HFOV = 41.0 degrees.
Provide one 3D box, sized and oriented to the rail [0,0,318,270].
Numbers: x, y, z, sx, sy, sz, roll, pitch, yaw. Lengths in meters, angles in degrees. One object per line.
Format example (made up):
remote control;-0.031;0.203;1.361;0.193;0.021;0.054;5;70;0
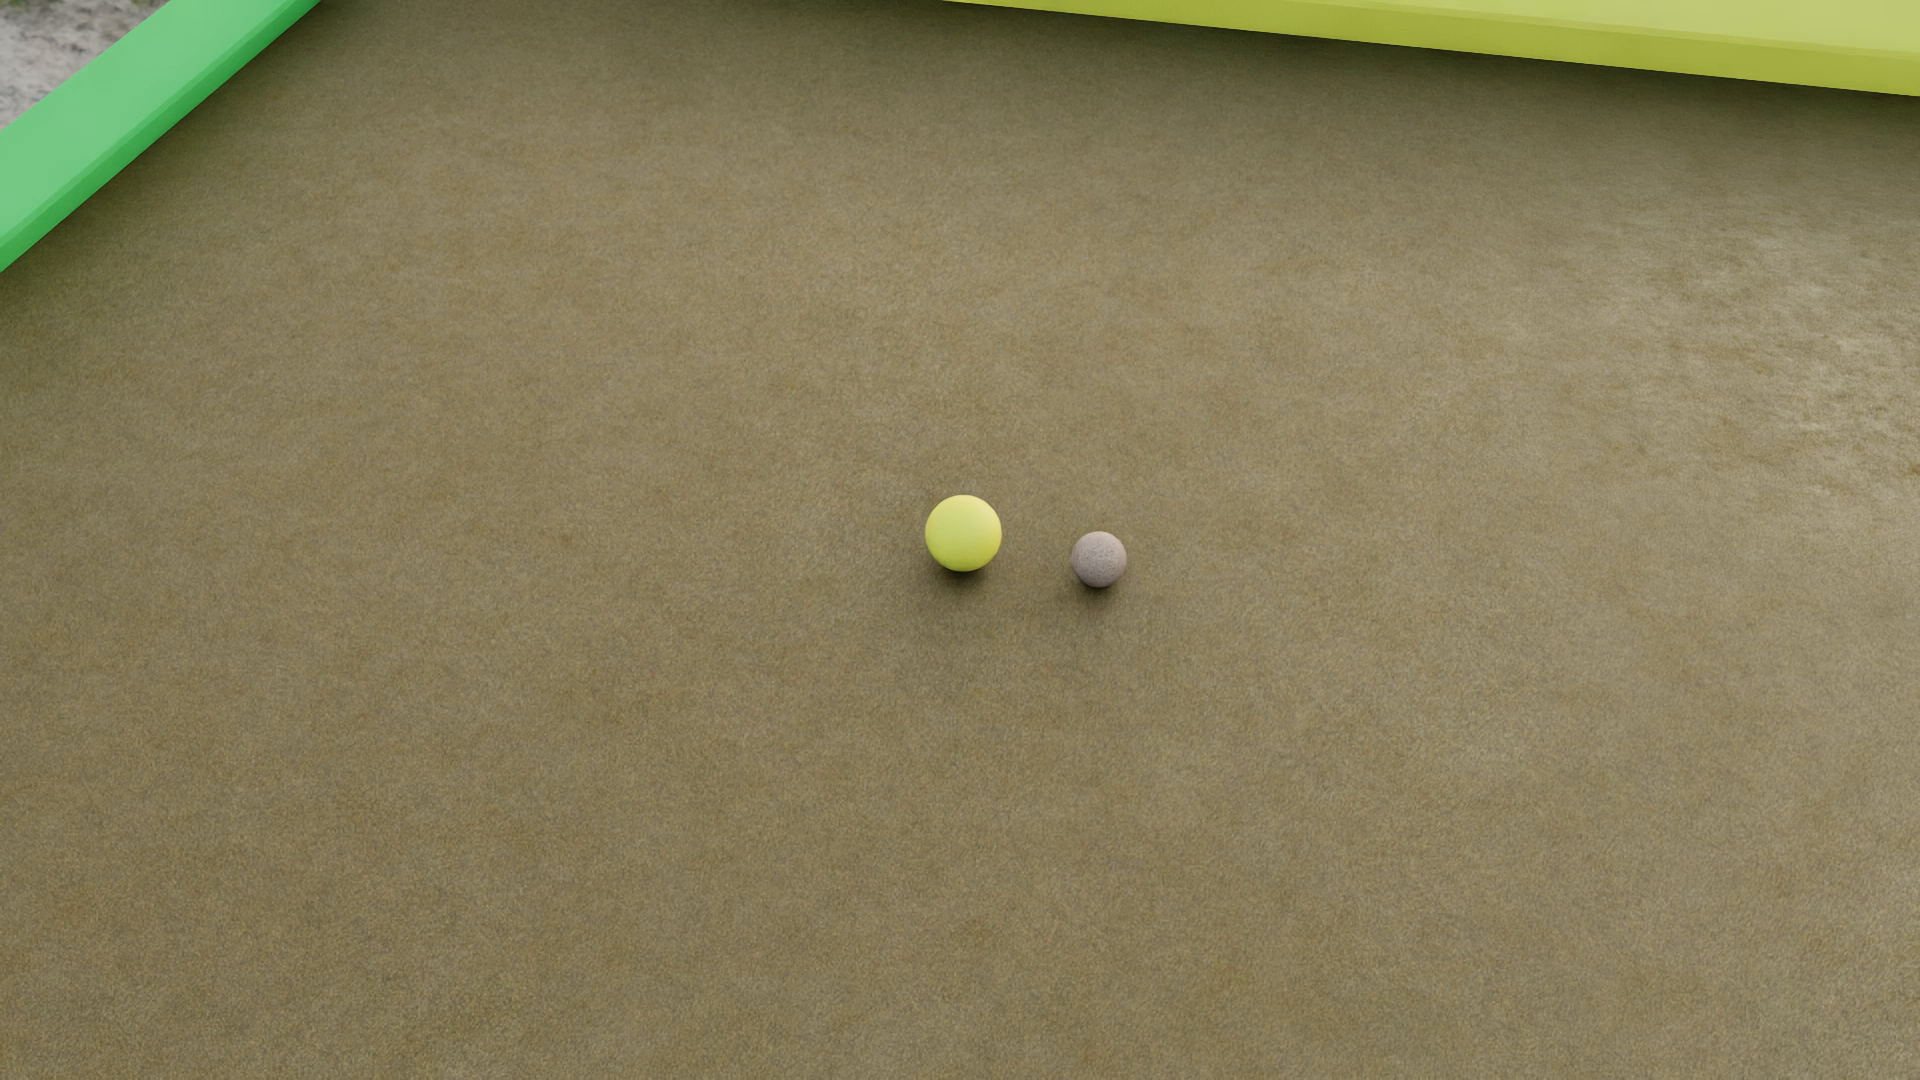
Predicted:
rail;-0.923;-0.160;2.129;0.045;0.119;2.166;8;35;12

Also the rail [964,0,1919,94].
rail;1.205;-0.473;2.588;3.902;0.119;0.045;8;35;12

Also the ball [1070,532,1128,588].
ball;0.105;0.015;1.942;0.043;0.043;0.043;0;34;0

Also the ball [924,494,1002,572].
ball;0.003;-0.005;1.957;0.059;0.059;0.059;0;34;0
